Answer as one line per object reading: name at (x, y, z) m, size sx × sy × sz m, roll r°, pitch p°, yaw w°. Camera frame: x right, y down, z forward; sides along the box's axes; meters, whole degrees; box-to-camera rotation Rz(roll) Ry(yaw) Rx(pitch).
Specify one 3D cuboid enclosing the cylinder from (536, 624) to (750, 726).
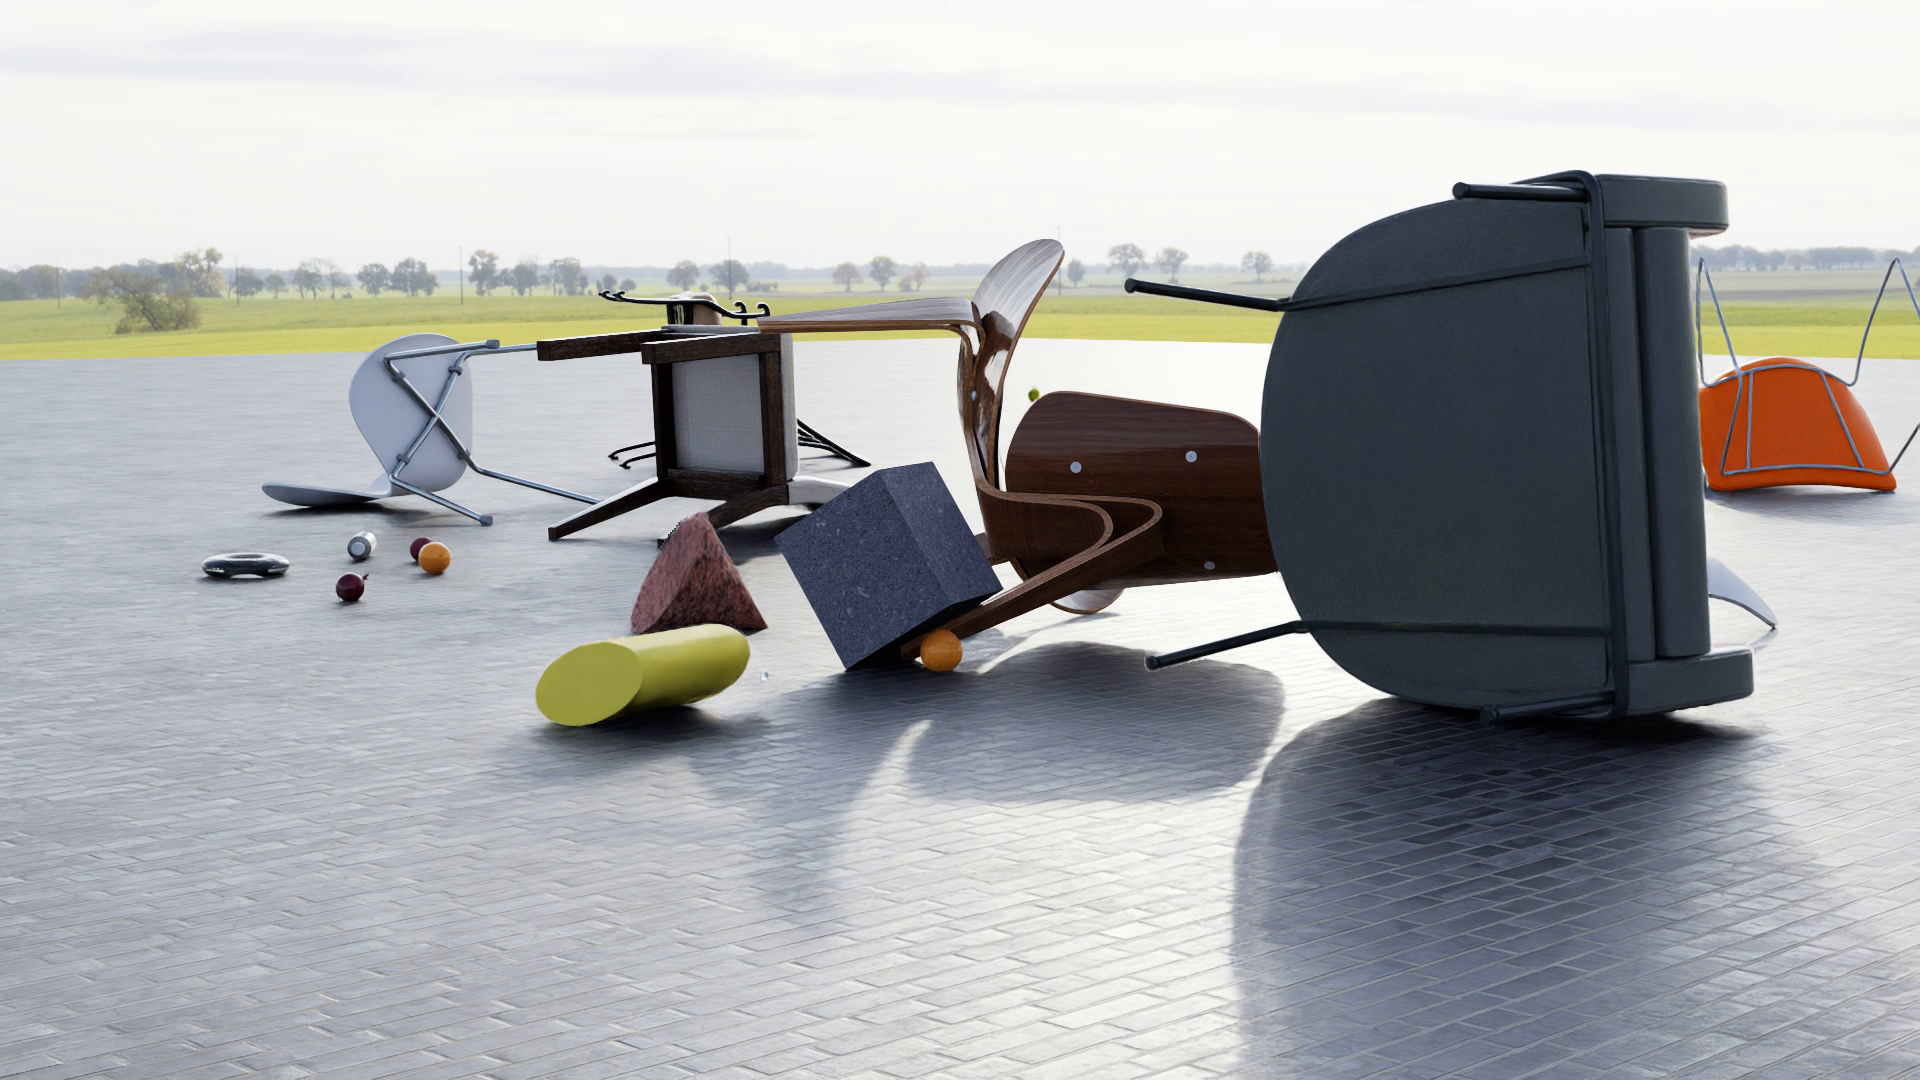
cylinder at (-0.472, 0.200, 3.835) m, size 0.223 × 0.113 × 0.240 m, roll -20°, pitch -7°, yaw 35°

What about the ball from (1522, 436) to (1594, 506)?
ball at (1.712, -0.197, 7.349) m, size 0.200 × 0.200 × 0.200 m, roll 0°, pitch 6°, yaw 0°

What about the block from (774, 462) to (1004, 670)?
block at (-0.119, 0.040, 4.375) m, size 0.229 × 0.256 × 0.223 m, roll -32°, pitch -8°, yaw 23°

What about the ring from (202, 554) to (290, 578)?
ring at (-1.576, 0.056, 5.662) m, size 0.187 × 0.043 × 0.190 m, roll 6°, pitch 7°, yaw 40°

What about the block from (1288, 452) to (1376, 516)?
block at (1.041, -0.160, 7.196) m, size 0.162 × 0.157 × 0.208 m, roll -2°, pitch 6°, yaw -20°

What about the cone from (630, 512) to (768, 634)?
cone at (-0.449, 0.112, 4.778) m, size 0.220 × 0.256 × 0.297 m, roll 30°, pitch -14°, yaw -18°

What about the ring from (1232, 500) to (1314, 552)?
ring at (0.758, -0.034, 6.224) m, size 0.172 × 0.108 × 0.334 m, roll -3°, pitch 5°, yaw -13°
